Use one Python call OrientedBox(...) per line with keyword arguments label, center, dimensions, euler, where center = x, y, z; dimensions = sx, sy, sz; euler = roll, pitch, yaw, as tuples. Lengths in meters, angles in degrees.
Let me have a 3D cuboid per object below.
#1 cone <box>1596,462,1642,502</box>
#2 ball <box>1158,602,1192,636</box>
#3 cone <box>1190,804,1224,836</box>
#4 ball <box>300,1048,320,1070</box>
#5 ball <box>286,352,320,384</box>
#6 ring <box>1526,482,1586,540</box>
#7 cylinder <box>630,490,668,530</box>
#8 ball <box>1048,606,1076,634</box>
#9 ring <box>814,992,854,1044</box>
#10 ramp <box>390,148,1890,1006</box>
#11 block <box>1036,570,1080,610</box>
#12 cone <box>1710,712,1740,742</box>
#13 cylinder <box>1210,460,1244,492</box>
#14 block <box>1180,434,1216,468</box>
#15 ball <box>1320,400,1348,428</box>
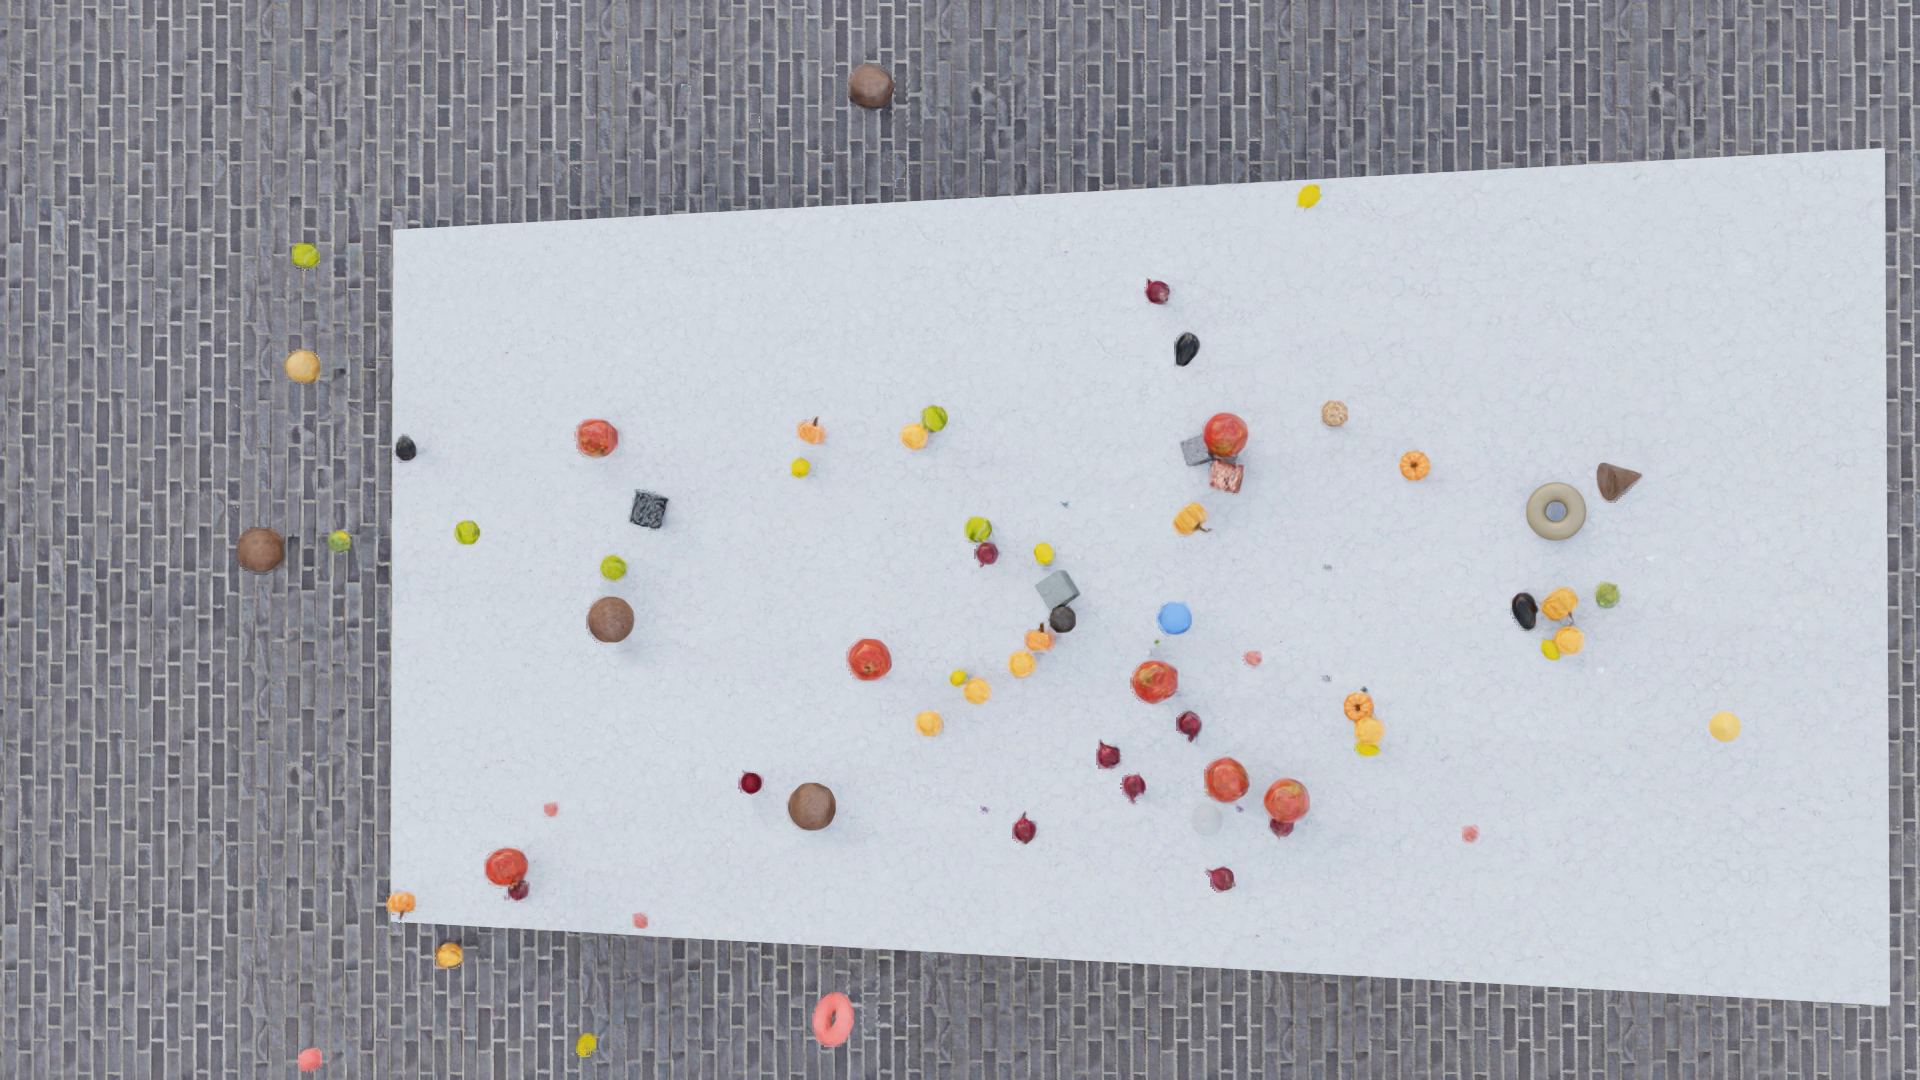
OrientedBox(label="cone", center=(1.601, -0.149, 5.292), dimensions=(0.098, 0.098, 0.098), euler=(-11, 89, -9))
OrientedBox(label="ball", center=(0.549, 0.200, 5.606), dimensions=(0.085, 0.085, 0.085), euler=(0, 89, 0))
OrientedBox(label="cone", center=(0.618, 0.715, 5.576), dimensions=(0.085, 0.085, 0.085), euler=(0, 89, 18))
OrientedBox(label="ball", center=(-1.894, 1.512, 6.406), dimensions=(0.060, 0.060, 0.060), euler=(0, 89, 0))
OrientedBox(label="ball", center=(-1.918, -0.504, 6.417), dimensions=(0.095, 0.095, 0.095), euler=(0, 89, 0))
OrientedBox(label="ring", center=(1.447, -0.069, 5.339), dimensions=(0.143, 0.048, 0.143), euler=(0, 89, 19))
OrientedBox(label="cylinder", center=(-0.859, -0.083, 6.063), dimensions=(0.088, 0.088, 0.088), euler=(14, 93, 0))
OrientedBox(label="ball", center=(0.265, 0.205, 5.676), dimensions=(0.073, 0.073, 0.073), euler=(0, 89, 0))
OrientedBox(label="ring", center=(-0.344, 1.305, 5.999), dimensions=(0.048, 0.143, 0.143), euler=(19, 89, -39))
OrientedBox(label="ramp", center=(0.276, 0.093, 5.793), dimensions=(4.000, 0.100, 2.000), euler=(0, 89, 18))
OrientedBox(label="block", center=(0.254, 0.130, 5.707), dimensions=(0.076, 0.076, 0.076), euler=(-35, 79, 14))
OrientedBox(label="cone", center=(1.810, 0.444, 5.202), dimensions=(0.072, 0.072, 0.072), euler=(0, 89, 18))
OrientedBox(label="cylinder", center=(0.677, -0.163, 5.578), dimensions=(0.070, 0.070, 0.070), euler=(15, 89, 18))
OrientedBox(label="block", center=(0.605, -0.227, 5.605), dimensions=(0.064, 0.064, 0.064), euler=(-18, 84, 17))
OrientedBox(label="ball", center=(0.937, -0.316, 5.496), dimensions=(0.069, 0.069, 0.069), euler=(0, 89, 0))
